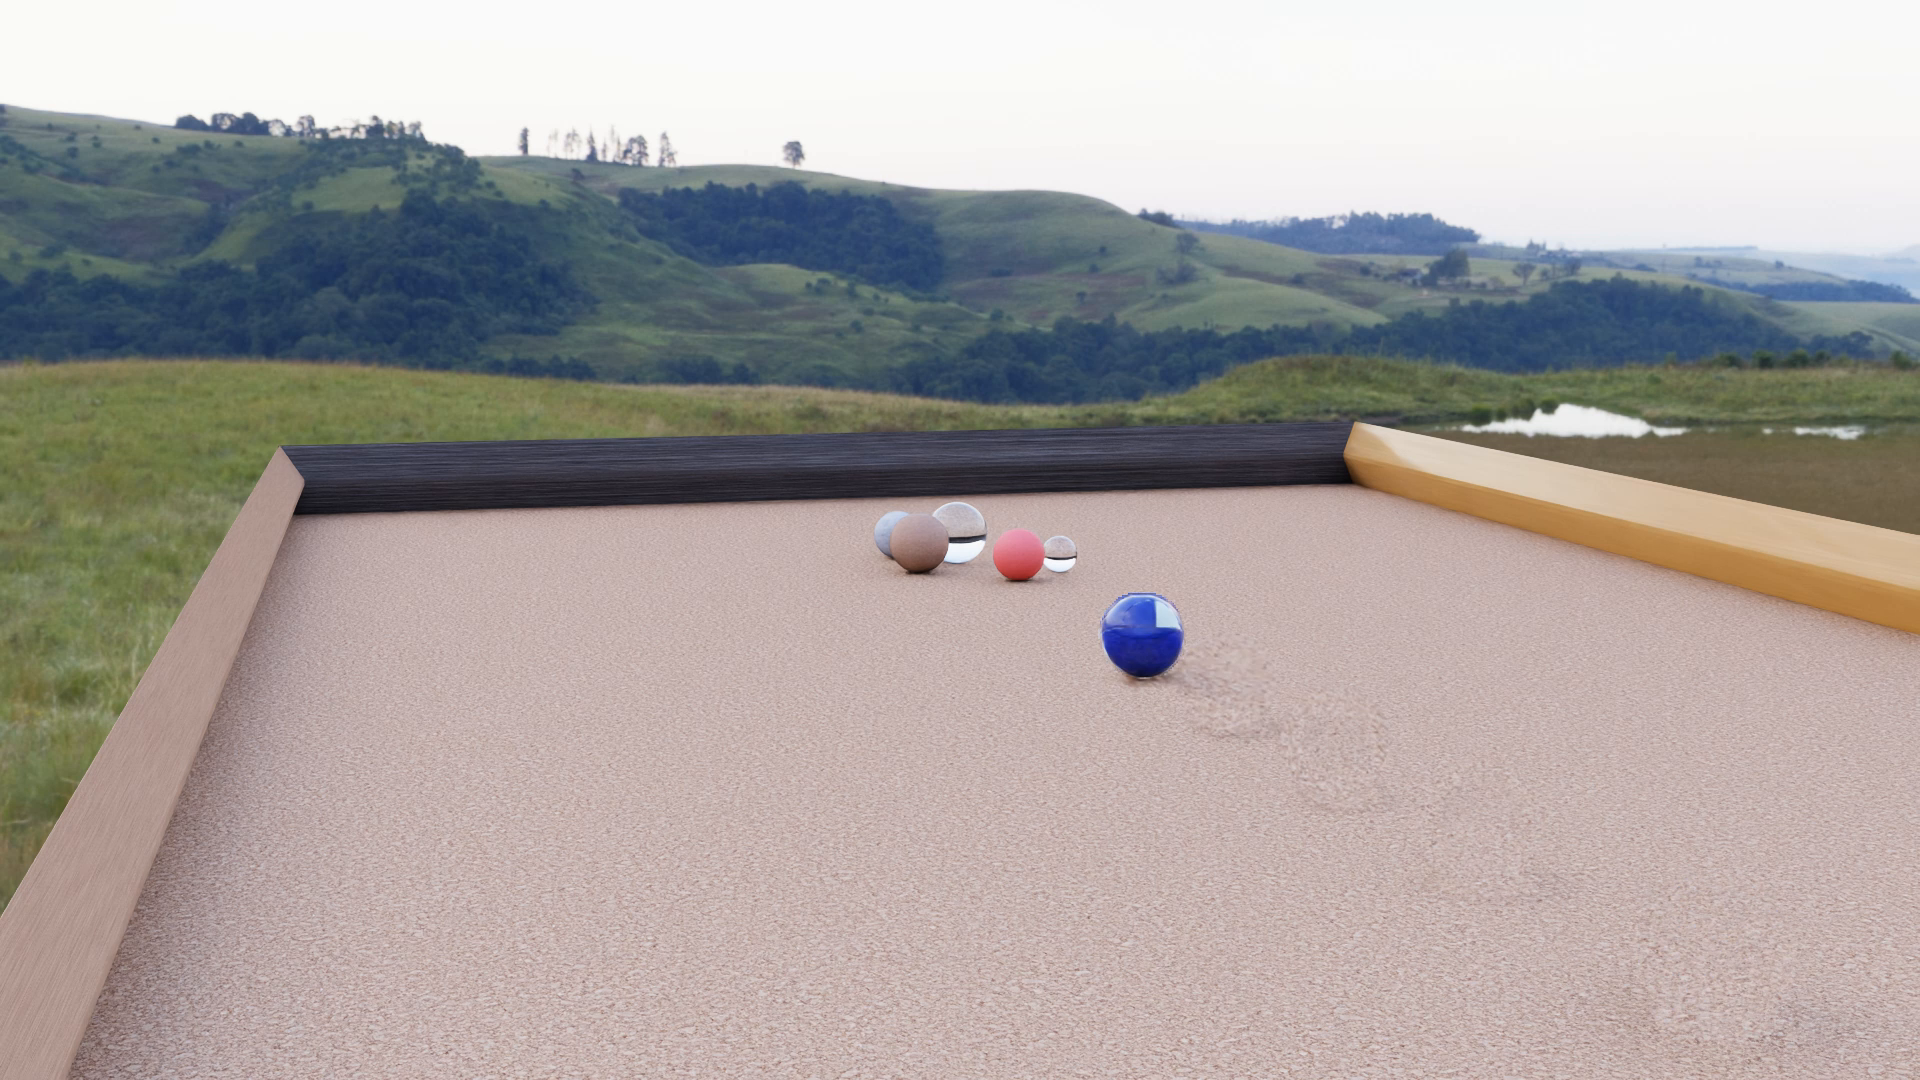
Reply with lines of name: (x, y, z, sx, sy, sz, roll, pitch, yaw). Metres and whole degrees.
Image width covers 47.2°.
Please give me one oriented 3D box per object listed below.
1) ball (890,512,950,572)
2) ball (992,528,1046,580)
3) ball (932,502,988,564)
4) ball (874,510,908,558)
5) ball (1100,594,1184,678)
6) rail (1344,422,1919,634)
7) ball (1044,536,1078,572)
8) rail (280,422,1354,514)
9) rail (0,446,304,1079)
ball: (-0.063, 0.004, 3.384, 0.092, 0.092, 0.092, 0, 8, 0)
ball: (0.089, 0.022, 3.308, 0.079, 0.079, 0.079, 0, 8, 0)
ball: (-0.005, -0.012, 3.479, 0.097, 0.097, 0.097, 0, 8, 0)
ball: (-0.100, -0.009, 3.533, 0.076, 0.076, 0.076, 0, 8, 0)
ball: (0.215, 0.113, 2.593, 0.098, 0.098, 0.098, 0, 8, 0)
rail: (1.234, 0.063, 2.839, 0.045, 0.127, 3.607, -2, 8, -14)
ball: (0.153, 0.021, 3.392, 0.056, 0.056, 0.056, 0, 8, 0)
rail: (-0.212, -0.143, 4.298, 2.142, 0.127, 0.045, -2, 8, -14)
rail: (-0.799, 0.133, 2.338, 0.045, 0.127, 3.607, -2, 8, -14)
